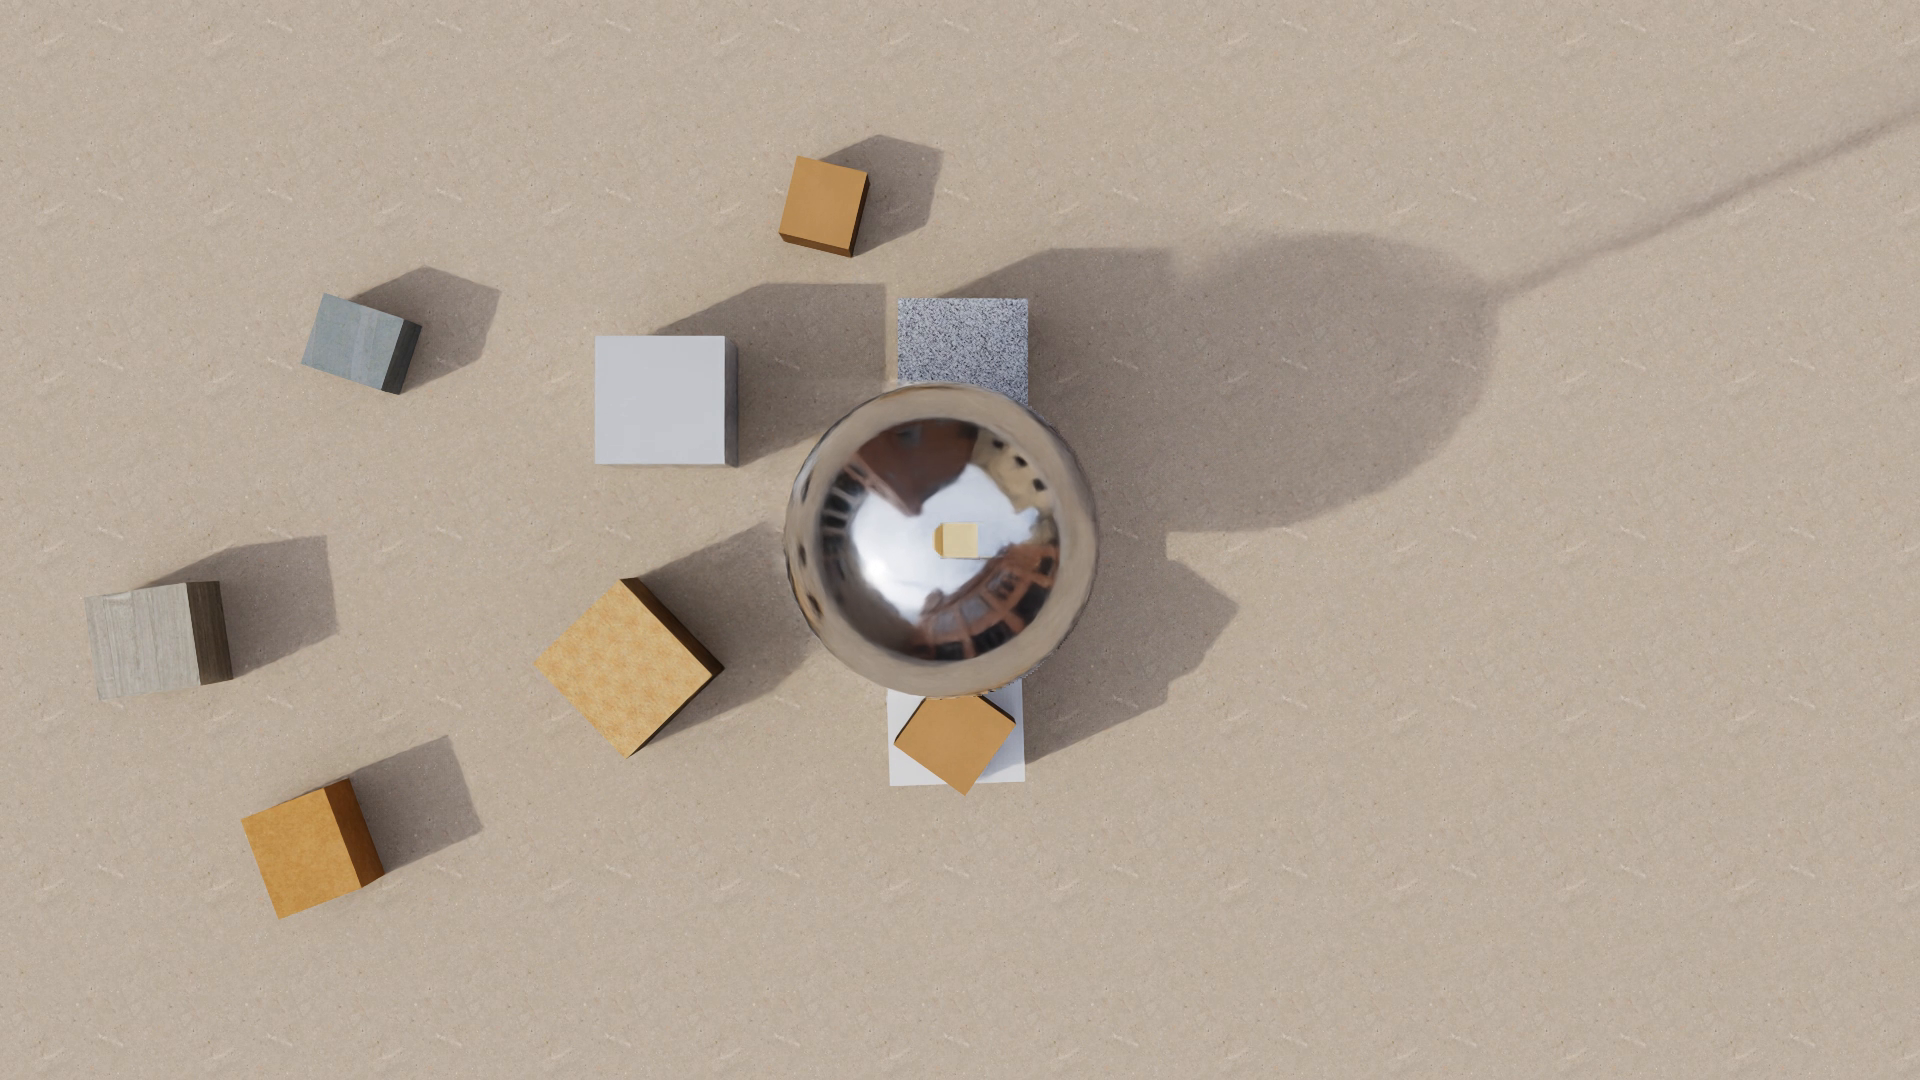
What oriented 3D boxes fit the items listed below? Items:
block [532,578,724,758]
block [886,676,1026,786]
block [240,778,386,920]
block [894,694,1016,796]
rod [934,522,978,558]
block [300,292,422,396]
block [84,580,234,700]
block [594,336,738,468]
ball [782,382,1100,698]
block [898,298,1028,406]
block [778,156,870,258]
[{"bbox_3d":[-1.891,0.724,12.659,0.676,0.682,0.749,-44,90,0],"label":"block"},{"bbox_3d":[-0.026,0.985,12.614,0.752,0.772,0.741,-2,90,0],"label":"block"},{"bbox_3d":[-3.741,1.781,12.741,0.505,0.518,0.609,-21,90,0],"label":"block"},{"bbox_3d":[-0.028,1.043,12.010,0.473,0.438,0.473,36,90,0],"label":"block"},{"bbox_3d":[-0.041,0.000,7.729,0.080,5.200,0.080,0,90,-1],"label":"rod"},{"bbox_3d":[-3.476,-1.136,12.790,0.483,0.421,0.430,18,90,0],"label":"block"},{"bbox_3d":[-4.627,0.575,12.721,0.583,0.559,0.590,-8,90,0],"label":"block"},{"bbox_3d":[-1.669,-0.779,12.614,0.721,0.772,0.713,0,90,0],"label":"block"},{"bbox_3d":[-0.095,0.000,11.129,1.600,1.600,1.600,0,90,0],"label":"ball"},{"bbox_3d":[0.016,-0.988,12.611,0.723,0.777,0.711,0,90,0],"label":"block"},{"bbox_3d":[-0.786,-1.935,12.803,0.413,0.394,0.454,14,90,0],"label":"block"}]
